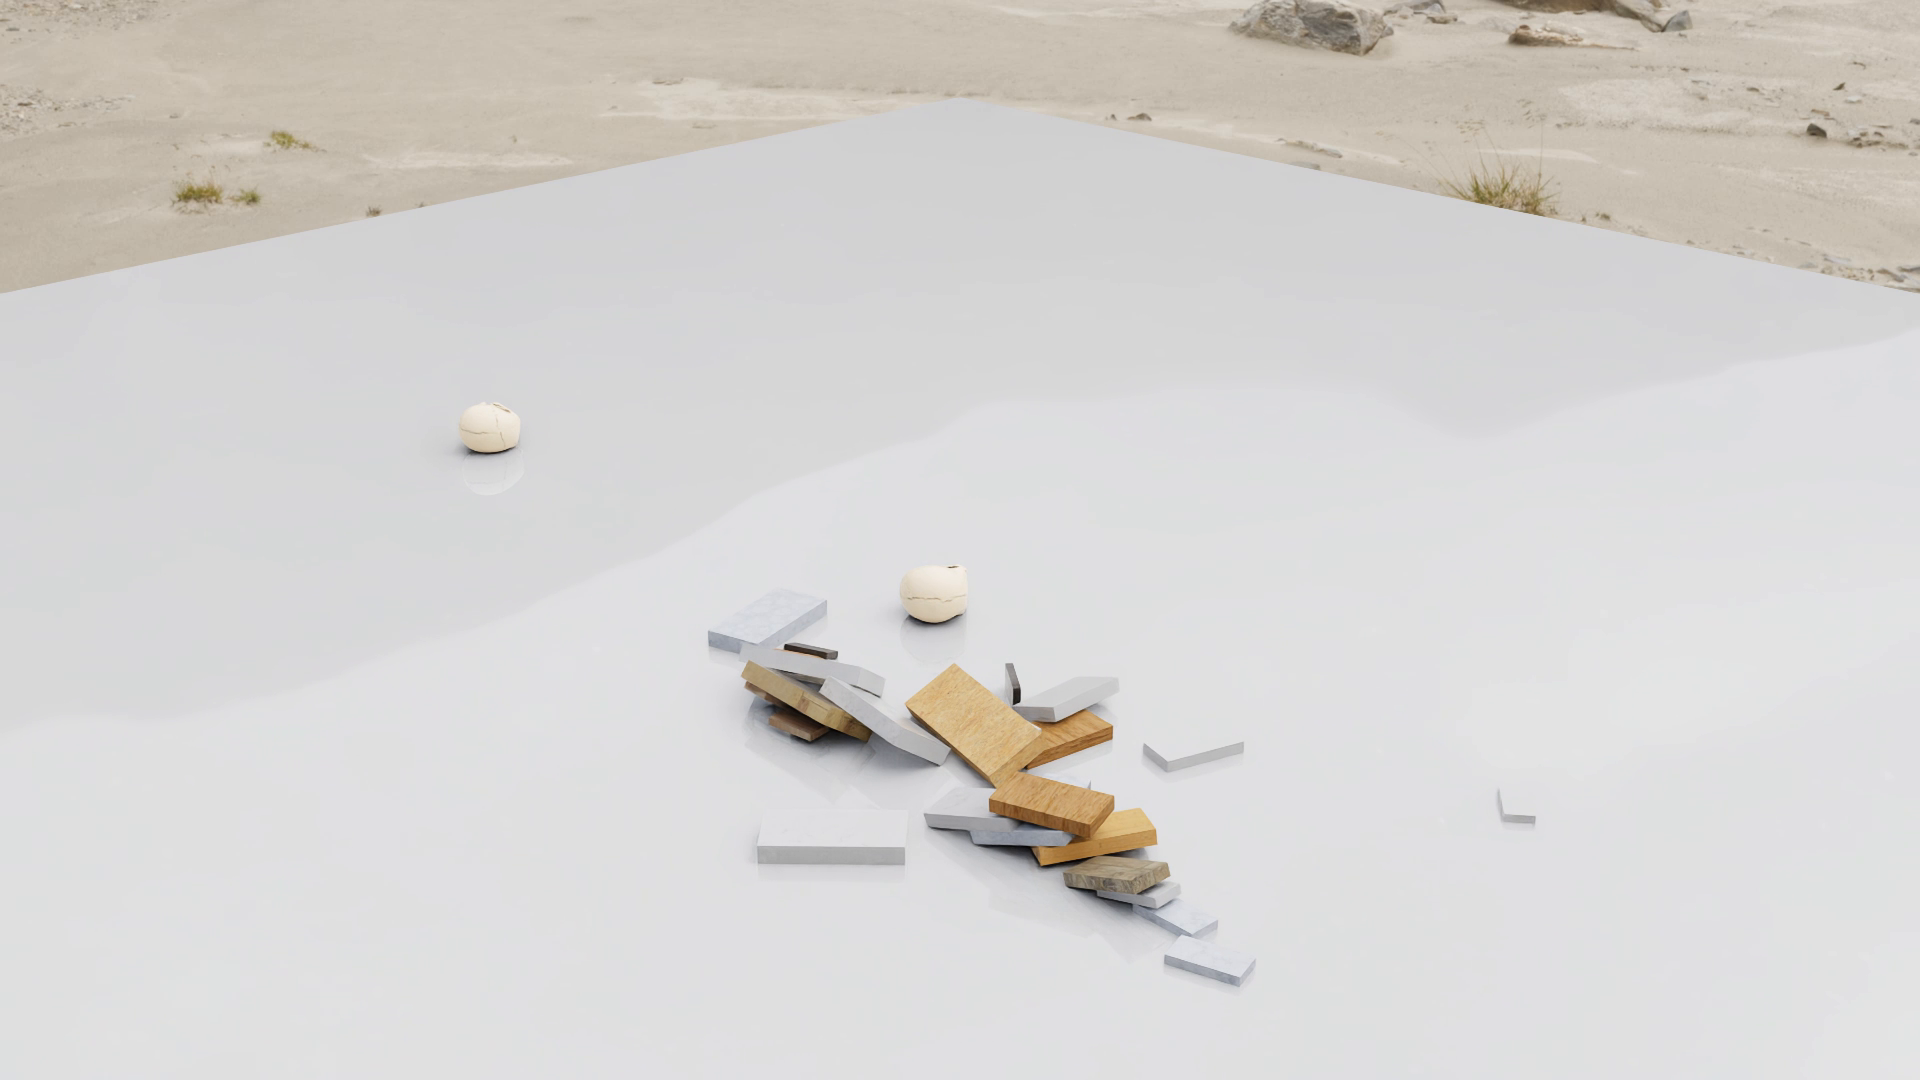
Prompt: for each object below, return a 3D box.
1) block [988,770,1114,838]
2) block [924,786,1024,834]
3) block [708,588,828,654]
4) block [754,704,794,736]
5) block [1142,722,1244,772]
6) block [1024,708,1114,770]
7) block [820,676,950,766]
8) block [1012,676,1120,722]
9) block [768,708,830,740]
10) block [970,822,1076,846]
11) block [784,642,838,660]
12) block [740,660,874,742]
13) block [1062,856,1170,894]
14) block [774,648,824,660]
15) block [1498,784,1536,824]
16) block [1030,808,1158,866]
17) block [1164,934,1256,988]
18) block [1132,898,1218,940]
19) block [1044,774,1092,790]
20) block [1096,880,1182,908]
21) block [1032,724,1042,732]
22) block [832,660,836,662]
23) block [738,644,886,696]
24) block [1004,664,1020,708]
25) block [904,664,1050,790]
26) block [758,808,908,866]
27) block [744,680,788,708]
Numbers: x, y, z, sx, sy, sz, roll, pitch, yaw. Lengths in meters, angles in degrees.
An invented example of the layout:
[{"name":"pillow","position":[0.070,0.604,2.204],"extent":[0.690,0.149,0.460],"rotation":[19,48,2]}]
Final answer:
[{"name":"block","position":[0.178,0.511,4.262],"extent":[0.218,0.031,0.109],"rotation":[11,30,26]},{"name":"block","position":[0.045,0.535,4.368],"extent":[0.218,0.031,0.109],"rotation":[-2,23,41]},{"name":"block","position":[-0.457,0.196,5.246],"extent":[0.144,0.041,0.287],"rotation":[13,26,28]},{"name":"block","position":[-0.388,0.393,4.812],"extent":[0.121,0.017,0.061],"rotation":[21,31,40]},{"name":"block","position":[0.498,0.442,4.685],"extent":[0.193,0.027,0.096],"rotation":[-12,26,-25]},{"name":"block","position":[0.201,0.423,4.721],"extent":[0.233,0.033,0.117],"rotation":[-16,28,-33]},{"name":"block","position":[-0.162,0.384,4.702],"extent":[0.148,0.042,0.295],"rotation":[28,1,-41]},{"name":"block","position":[0.234,0.349,4.834],"extent":[0.117,0.033,0.233],"rotation":[-2,12,42]},{"name":"block","position":[-0.348,0.398,4.756],"extent":[0.121,0.017,0.061],"rotation":[17,29,35]},{"name":"block","position":[0.139,0.557,4.312],"extent":[0.218,0.031,0.109],"rotation":[-4,21,37]},{"name":"block","position":[-0.346,0.258,5.110],"extent":[0.113,0.016,0.057],"rotation":[10,5,23]},{"name":"block","position":[-0.332,0.349,4.785],"extent":[0.295,0.042,0.148],"rotation":[24,-2,44]},{"name":"block","position":[0.295,0.632,4.155],"extent":[0.096,0.027,0.193],"rotation":[-19,9,-38]},{"name":"block","position":[-0.366,0.269,5.028],"extent":[0.113,0.016,0.057],"rotation":[9,-10,21]},{"name":"block","position":[1.133,0.536,4.475],"extent":[0.063,0.018,0.126],"rotation":[3,23,7]},{"name":"block","position":[0.258,0.580,4.307],"extent":[0.233,0.033,0.117],"rotation":[-9,16,-9]},{"name":"block","position":[0.449,0.756,3.953],"extent":[0.147,0.021,0.073],"rotation":[13,26,27]},{"name":"block","position":[0.400,0.698,4.089],"extent":[0.073,0.021,0.147],"rotation":[-20,30,-39]},{"name":"block","position":[0.199,0.536,4.463],"extent":[0.096,0.027,0.193],"rotation":[6,24,14]},{"name":"block","position":[0.336,0.658,4.138],"extent":[0.147,0.021,0.073],"rotation":[4,18,45]},{"name":"block","position":[0.112,0.400,4.709],"extent":[0.063,0.018,0.126],"rotation":[-15,24,-32]},{"name":"block","position":[-0.348,0.287,5.065],"extent":[0.113,0.016,0.057],"rotation":[10,25,22]},{"name":"block","position":[-0.331,0.291,4.923],"extent":[0.295,0.042,0.148],"rotation":[10,-10,22]},{"name":"block","position":[0.118,0.330,4.901],"extent":[0.018,0.063,0.126],"rotation":[-3,23,-6]},{"name":"block","position":[0.032,0.393,4.700],"extent":[0.144,0.041,0.375],"rotation":[-38,35,-12]},{"name":"block","position":[-0.248,0.584,4.332],"extent":[0.287,0.041,0.144],"rotation":[0,23,1]},{"name":"block","position":[-0.426,0.341,4.838],"extent":[0.061,0.017,0.121],"rotation":[27,-4,-28]}]
